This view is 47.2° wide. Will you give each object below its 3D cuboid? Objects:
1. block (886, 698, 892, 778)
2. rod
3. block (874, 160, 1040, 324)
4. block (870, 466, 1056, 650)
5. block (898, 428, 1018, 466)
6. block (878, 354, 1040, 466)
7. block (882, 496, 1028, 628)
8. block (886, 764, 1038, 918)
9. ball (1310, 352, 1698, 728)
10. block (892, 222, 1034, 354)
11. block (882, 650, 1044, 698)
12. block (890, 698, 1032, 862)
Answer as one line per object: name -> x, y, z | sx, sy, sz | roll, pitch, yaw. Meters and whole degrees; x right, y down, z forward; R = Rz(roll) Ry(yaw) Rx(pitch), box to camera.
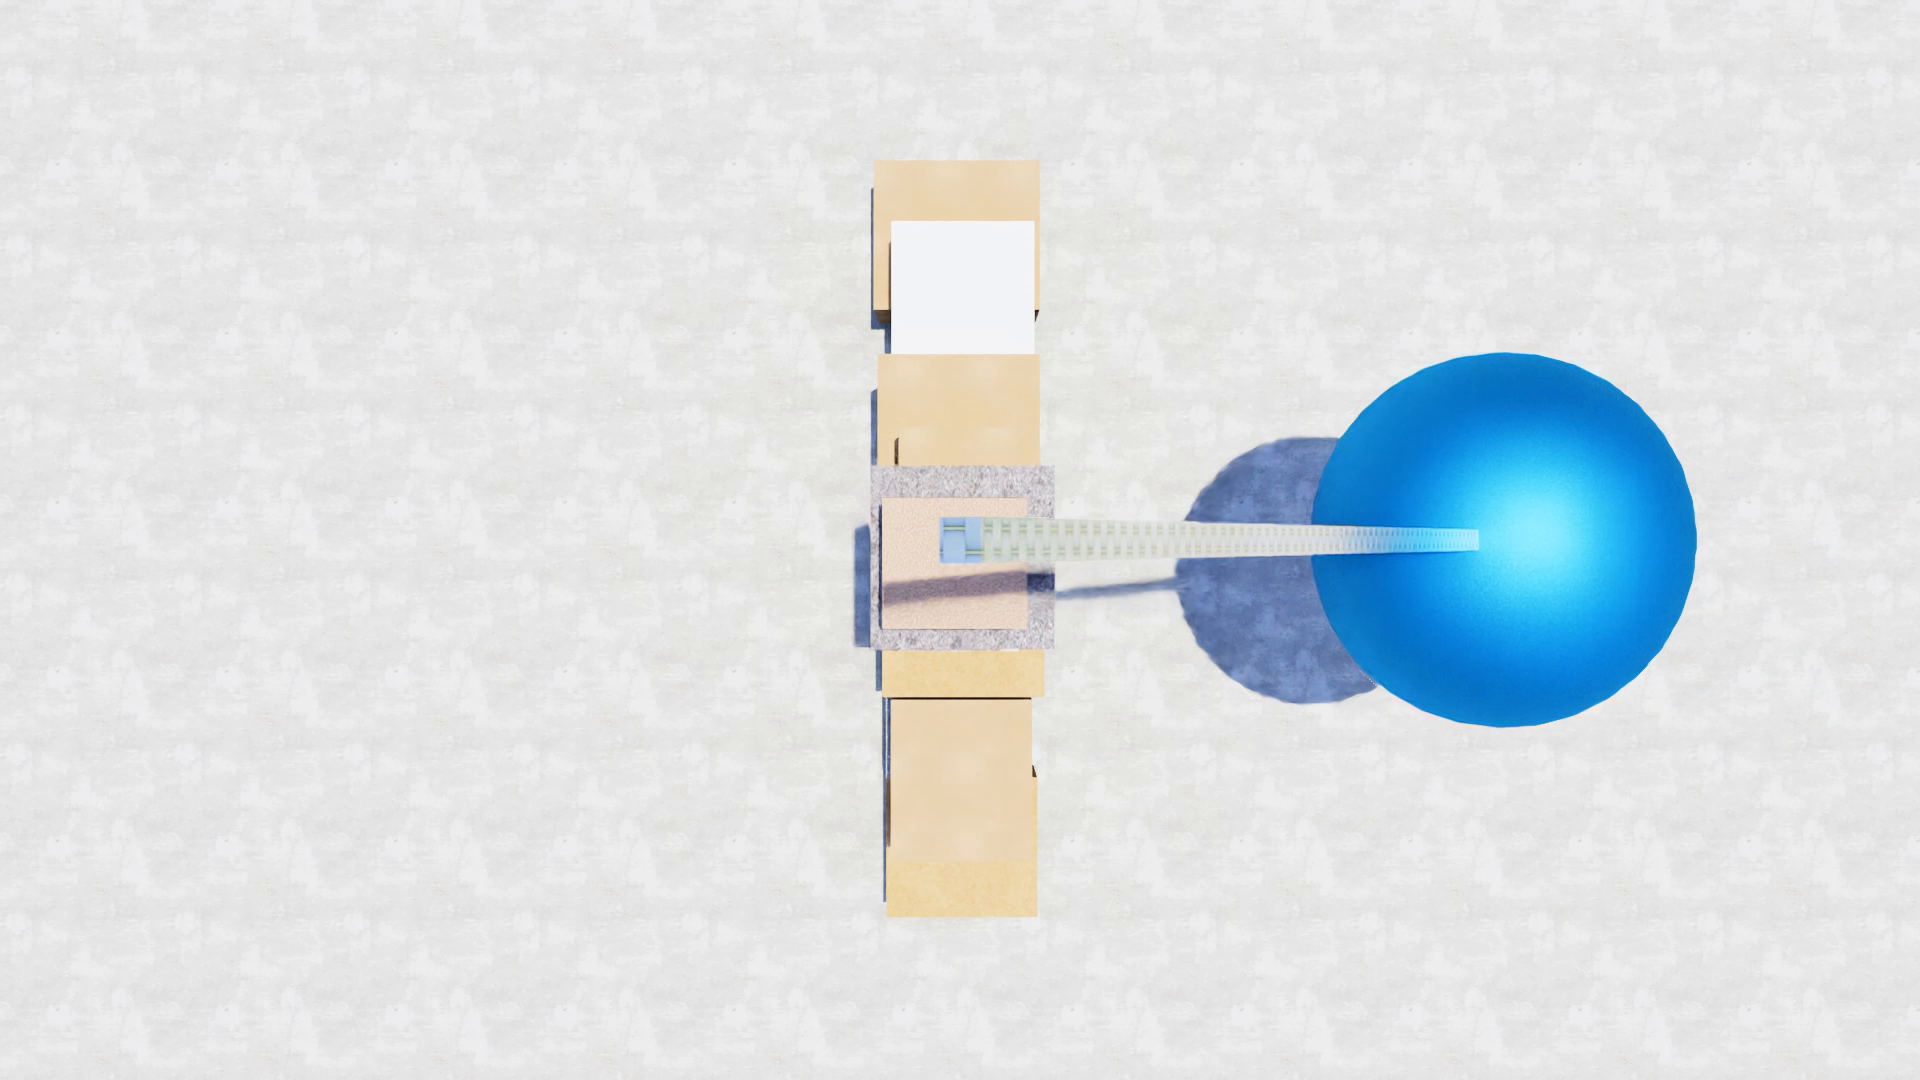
block -> -0.015, 0.865, 12.580 | 0.788, 0.839, 0.906 | 0, 90, 0
rod -> 0.994, 0.000, 6.214 | 0.080, 5.200, 0.080 | 0, 90, 22
block -> -0.018, -1.695, 12.610 | 0.923, 0.780, 0.829 | 0, 90, 0
block -> 0.011, 0.057, 8.556 | 0.687, 0.716, 0.683 | 0, 92, 0
block -> -0.009, -0.276, 10.946 | 0.571, 0.678, 0.534 | 0, 90, 0
block -> -0.006, -0.483, 11.776 | 0.833, 0.982, 0.945 | 0, 90, 0
block -> -0.018, 0.074, 7.943 | 0.507, 0.512, 0.458 | 0, 92, 0
block -> 0.011, 1.719, 12.651 | 0.845, 0.698, 0.783 | 0, 90, 0
ball -> 2.295, 0.000, 9.355 | 1.600, 1.600, 1.600 | 0, 90, 0
block -> 0.016, -1.321, 11.895 | 0.750, 0.650, 0.712 | 0, 90, 0
block -> 0.018, 0.409, 11.805 | 0.844, 0.712, 0.823 | 0, 90, 0
block -> 0.008, 1.255, 11.812 | 0.736, 0.697, 0.844 | 0, 90, 0
